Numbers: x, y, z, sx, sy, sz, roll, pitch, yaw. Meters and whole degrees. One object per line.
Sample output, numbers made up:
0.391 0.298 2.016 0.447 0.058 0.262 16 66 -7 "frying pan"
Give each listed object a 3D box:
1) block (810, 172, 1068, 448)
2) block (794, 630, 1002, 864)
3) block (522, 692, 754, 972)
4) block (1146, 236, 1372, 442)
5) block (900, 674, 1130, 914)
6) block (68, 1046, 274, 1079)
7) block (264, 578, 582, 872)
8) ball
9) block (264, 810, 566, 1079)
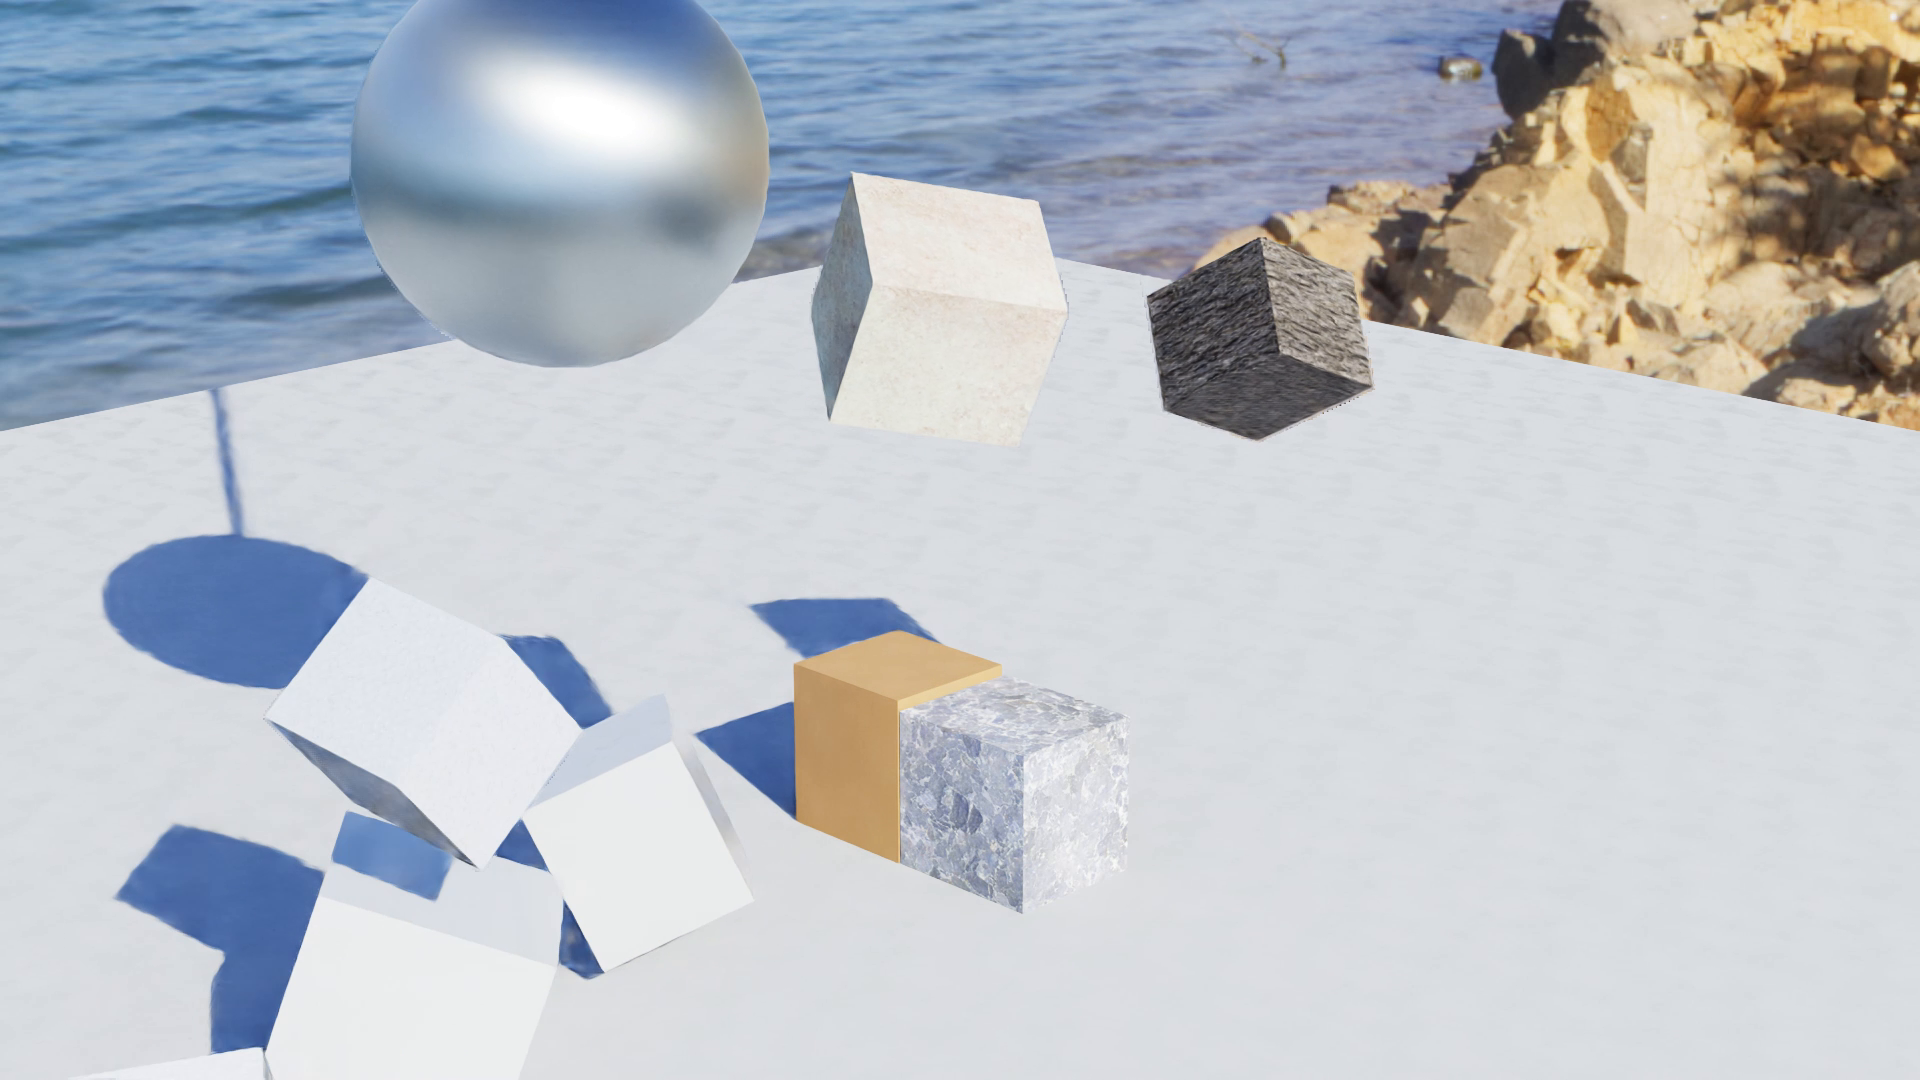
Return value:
-0.092 -0.841 10.739 0.719 0.635 0.679 7 40 -16 "block"
-0.293 0.967 13.924 0.683 0.805 0.708 -17 24 -42 "block"
-1.375 1.224 12.402 0.691 0.786 0.667 -25 17 -1 "block"
1.272 -0.845 12.474 0.619 0.540 0.641 15 -30 -43 "block"
0.247 1.149 13.431 0.692 0.754 0.783 -17 24 -42 "block"
-2.590 2.186 9.823 0.637 0.622 0.648 -8 51 -6 "block"
-1.850 0.635 10.156 0.665 0.619 0.606 21 67 33 "block"
-1.530 -1.460 11.279 1.600 1.600 1.600 0 17 0 "ball"
-2.052 1.685 10.987 0.883 0.862 0.956 19 11 -10 "block"
